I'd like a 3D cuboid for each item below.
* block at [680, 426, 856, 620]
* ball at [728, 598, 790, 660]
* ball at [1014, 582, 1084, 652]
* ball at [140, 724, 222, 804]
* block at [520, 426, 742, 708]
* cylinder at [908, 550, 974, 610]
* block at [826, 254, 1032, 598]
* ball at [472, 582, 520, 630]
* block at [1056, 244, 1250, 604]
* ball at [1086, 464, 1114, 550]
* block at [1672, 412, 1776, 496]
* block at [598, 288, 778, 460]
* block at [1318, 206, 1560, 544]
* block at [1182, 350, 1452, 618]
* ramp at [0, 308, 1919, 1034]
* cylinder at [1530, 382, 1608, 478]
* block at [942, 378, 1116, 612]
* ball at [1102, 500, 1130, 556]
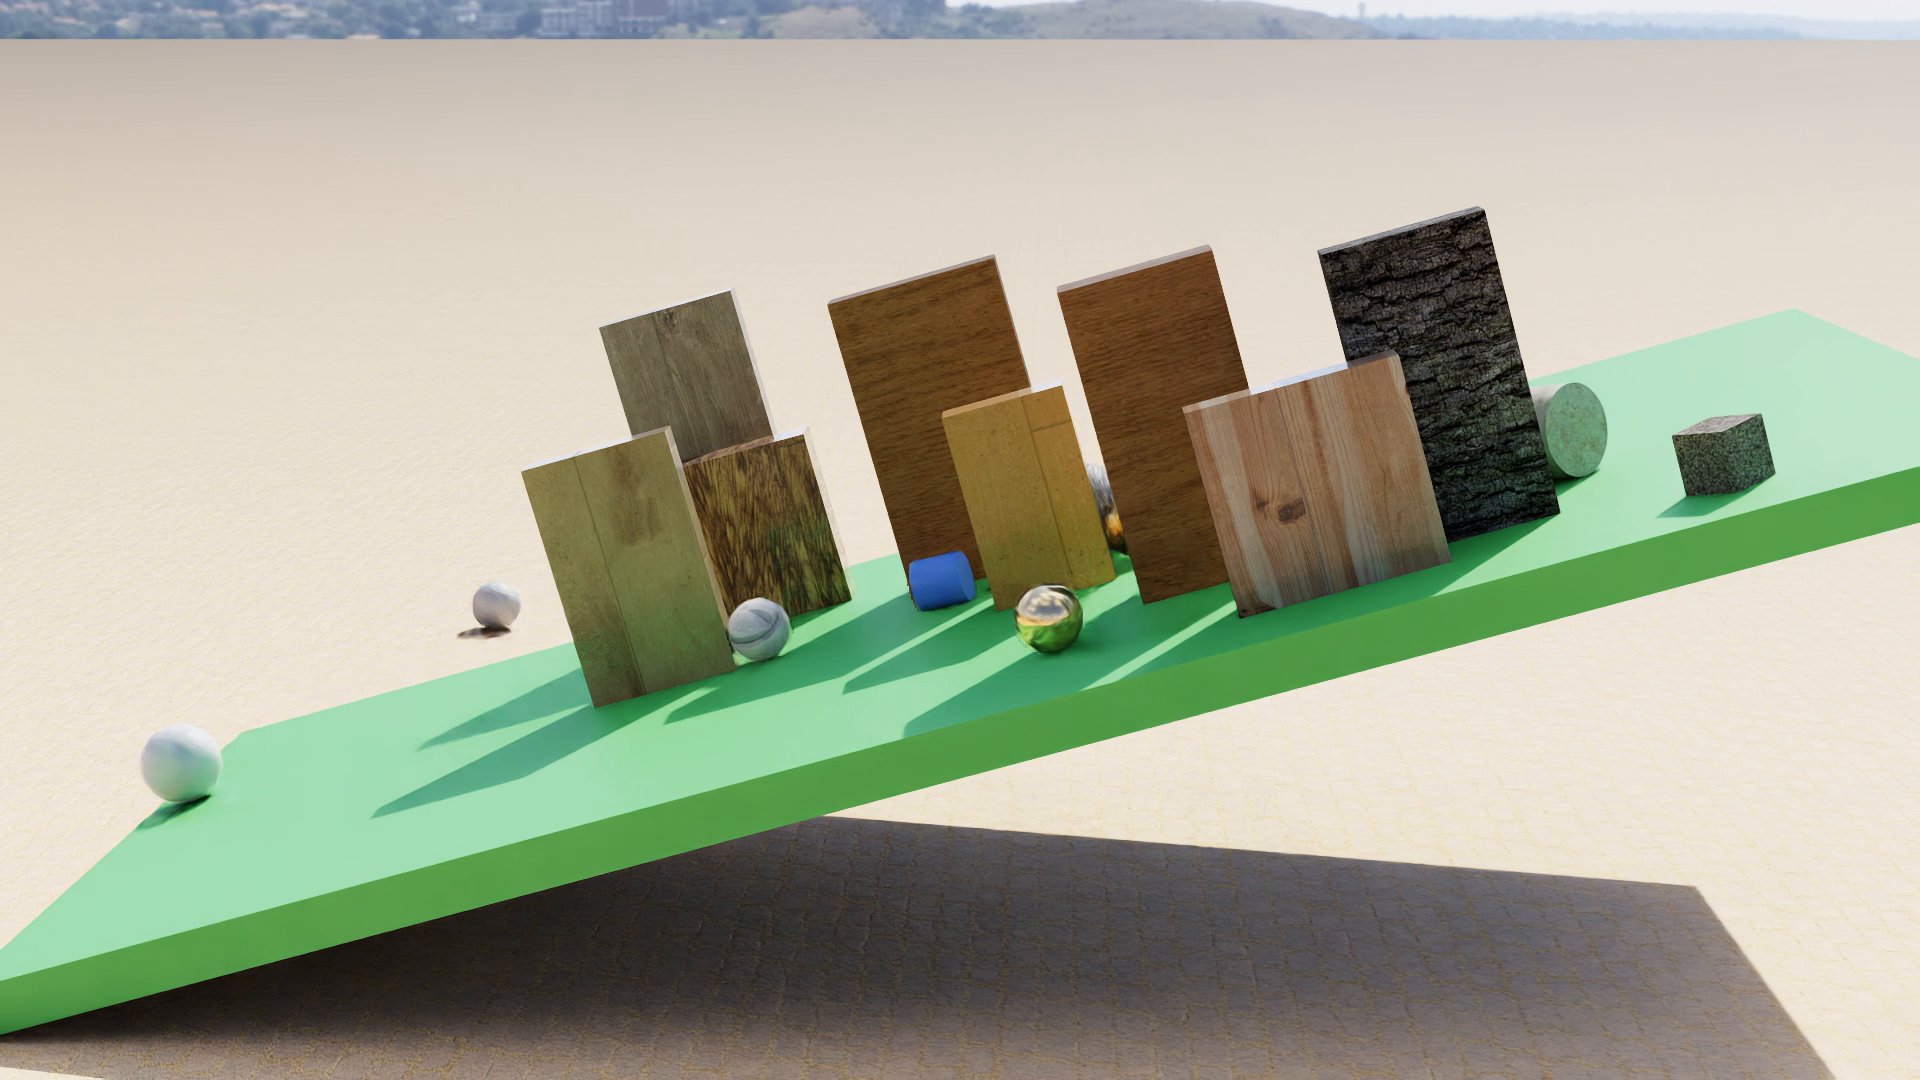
[{"bbox_3d":[-0.484,-0.016,6.908,0.373,0.406,0.144,-15,10,4],"label":"block"},{"bbox_3d":[-0.439,0.196,6.431,0.138,0.138,0.138,0,10,0],"label":"ball"},{"bbox_3d":[0.172,0.150,5.697,0.134,0.134,0.134,0,10,0],"label":"ball"},{"bbox_3d":[-1.775,0.509,6.702,0.182,0.182,0.182,0,10,0],"label":"ball"},{"bbox_3d":[-0.717,0.059,6.435,0.327,0.546,0.091,-15,10,4],"label":"block"},{"bbox_3d":[-0.040,0.089,6.462,0.112,0.112,0.112,-13,7,16],"label":"cylinder"},{"bbox_3d":[-0.015,-0.258,6.658,0.387,0.692,0.114,-15,10,4],"label":"block"},{"bbox_3d":[-1.440,0.203,9.129,0.150,0.150,0.150,0,10,0],"label":"ball"},{"bbox_3d":[0.433,-0.232,5.897,0.316,0.649,0.142,-15,10,4],"label":"block"},{"bbox_3d":[0.279,-0.066,6.533,0.209,0.209,0.209,0,10,0],"label":"ball"},{"bbox_3d":[1.418,-0.158,5.459,0.118,0.118,0.118,-23,12,-34],"label":"block"},{"bbox_3d":[-0.607,-0.208,7.171,0.332,0.750,0.093,-15,10,4],"label":"block"},{"bbox_3d":[0.920,-0.305,5.653,0.316,0.603,0.099,-15,10,4],"label":"block"},{"bbox_3d":[0.669,-0.105,5.522,0.409,0.404,0.089,-15,10,4],"label":"block"},{"bbox_3d":[0.085,0.189,6.325,4.000,0.100,2.000,-15,10,4],"label":"ramp"},{"bbox_3d":[1.179,-0.218,5.975,0.190,0.190,0.190,-8,3,-38],"label":"cylinder"},{"bbox_3d":[0.147,-0.096,6.250,0.263,0.430,0.109,-15,10,4],"label":"block"},{"bbox_3d":[0.380,-0.033,6.385,0.141,0.141,0.141,0,10,0],"label":"ball"}]
